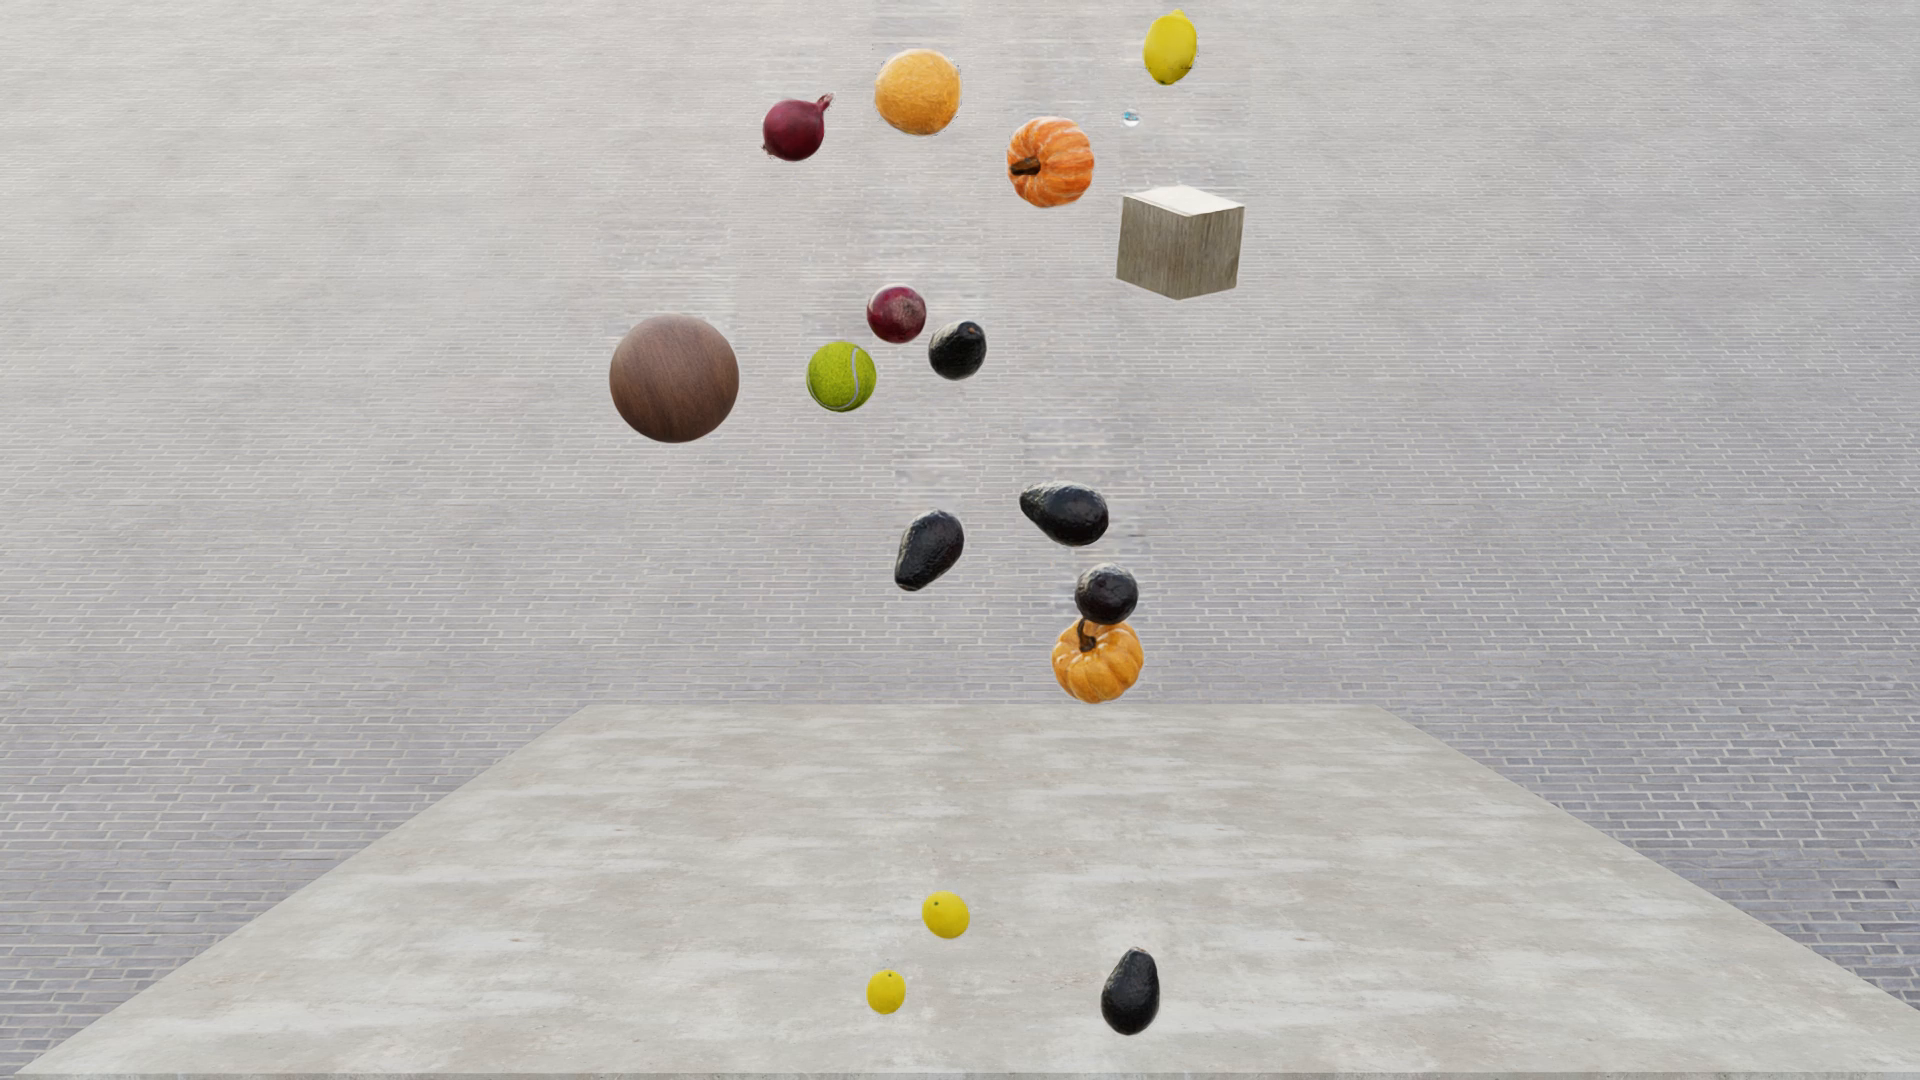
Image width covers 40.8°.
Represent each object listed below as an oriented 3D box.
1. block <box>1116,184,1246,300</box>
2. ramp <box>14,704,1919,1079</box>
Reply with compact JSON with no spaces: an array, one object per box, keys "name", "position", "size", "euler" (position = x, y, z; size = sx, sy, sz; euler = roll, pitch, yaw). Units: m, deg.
[{"name":"block","position":[0.207,-0.281,2.427],"size":[0.081,0.081,0.081],"euler":[-16,30,-40]},{"name":"ramp","position":[0.058,0.524,4.562],"size":[2.000,0.100,4.000],"euler":[0,2,0]}]
